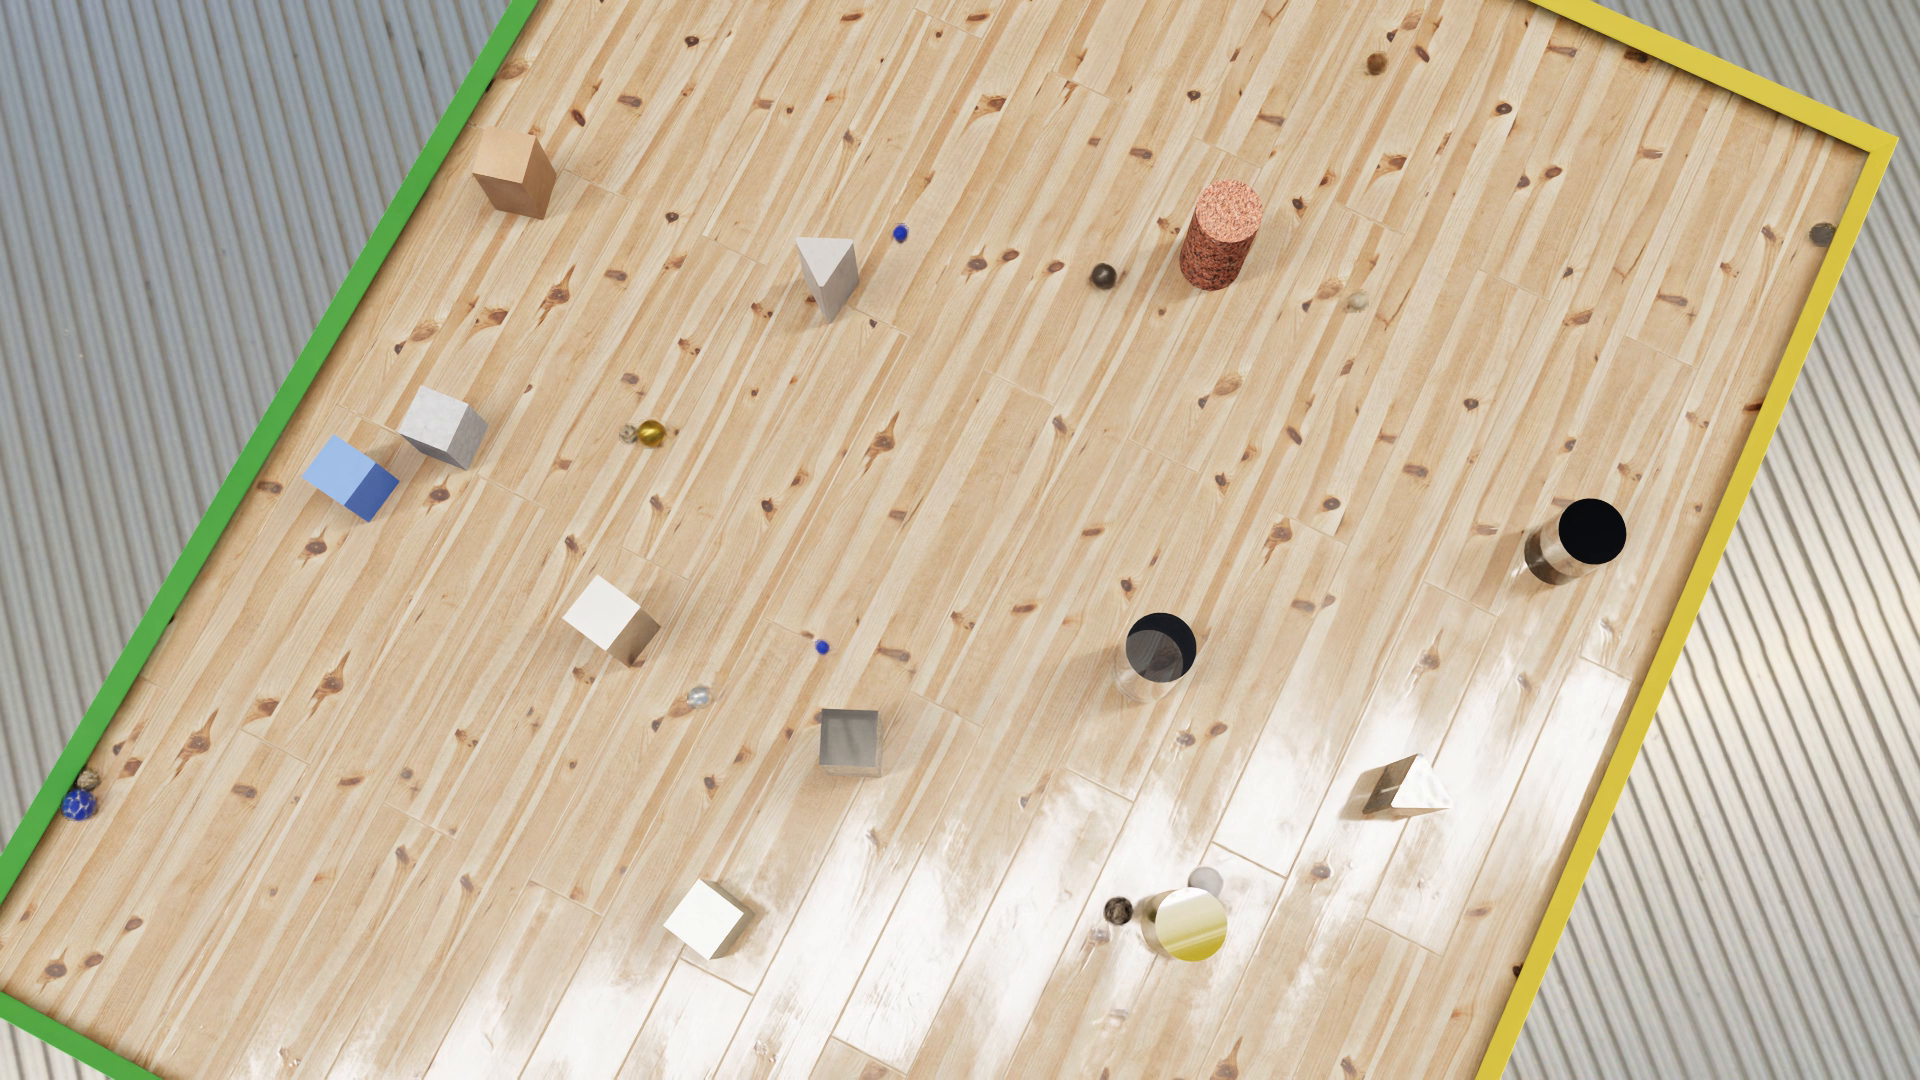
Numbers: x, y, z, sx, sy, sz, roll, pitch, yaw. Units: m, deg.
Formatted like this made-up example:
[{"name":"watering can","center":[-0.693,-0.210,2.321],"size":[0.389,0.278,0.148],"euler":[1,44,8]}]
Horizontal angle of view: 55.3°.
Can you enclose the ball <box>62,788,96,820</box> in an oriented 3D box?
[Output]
[{"name":"ball","center":[-2.598,0.781,5.408],"size":[0.092,0.092,0.092],"euler":[0,78,0]}]

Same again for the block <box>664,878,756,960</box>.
[{"name":"block","center":[-0.709,1.082,5.226],"size":[0.157,0.327,0.157],"euler":[36,81,7]}]

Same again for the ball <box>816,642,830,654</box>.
[{"name":"ball","center":[-0.414,0.326,5.528],"size":[0.041,0.041,0.041],"euler":[0,78,0]}]

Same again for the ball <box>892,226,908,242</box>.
[{"name":"ball","center":[-0.189,-0.969,5.793],"size":[0.048,0.048,0.048],"euler":[0,78,0]}]

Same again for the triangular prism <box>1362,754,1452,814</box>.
[{"name":"triangular prism","center":[1.282,0.703,5.277],"size":[0.170,0.380,0.148],"euler":[0,78,0]}]

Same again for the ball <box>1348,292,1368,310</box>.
[{"name":"ball","center":[1.248,-0.749,5.742],"size":[0.059,0.059,0.059],"euler":[0,78,0]}]

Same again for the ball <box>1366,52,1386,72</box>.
[{"name":"ball","center":[1.341,-1.537,5.902],"size":[0.064,0.064,0.064],"euler":[0,78,0]}]

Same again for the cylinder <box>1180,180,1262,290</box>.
[{"name":"cylinder","center":[0.792,-0.925,5.593],"size":[0.197,0.421,0.197],"euler":[0,78,0]}]

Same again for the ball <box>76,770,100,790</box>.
[{"name":"ball","center":[-2.588,0.711,5.438],"size":[0.062,0.062,0.062],"euler":[0,78,0]}]

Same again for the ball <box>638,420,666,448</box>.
[{"name":"ball","center":[-0.949,-0.328,5.641],"size":[0.086,0.086,0.086],"euler":[0,78,0]}]

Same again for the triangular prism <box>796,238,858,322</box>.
[{"name":"triangular prism","center":[-0.426,-0.823,5.610],"size":[0.148,0.347,0.170],"euler":[32,80,6]}]

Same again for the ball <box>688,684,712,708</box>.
[{"name":"ball","center":[-0.777,0.466,5.484],"size":[0.071,0.071,0.071],"euler":[0,78,0]}]

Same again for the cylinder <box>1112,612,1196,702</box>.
[{"name":"cylinder","center":[0.556,0.346,5.299],"size":[0.197,0.482,0.197],"euler":[0,78,0]}]

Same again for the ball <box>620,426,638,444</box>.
[{"name":"ball","center":[-1.020,-0.325,5.656],"size":[0.055,0.055,0.055],"euler":[0,78,0]}]

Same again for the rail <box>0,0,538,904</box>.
[{"name":"rail","center":[-1.823,-0.886,5.734],"size":[0.045,0.128,4.929],"euler":[26,80,5]}]

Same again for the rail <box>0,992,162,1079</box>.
[{"name":"rail","center":[-1.092,2.145,5.106],"size":[4.123,0.128,0.045],"euler":[26,80,5]}]

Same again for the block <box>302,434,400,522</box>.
[{"name":"block","center":[-1.837,-0.184,5.533],"size":[0.157,0.238,0.157],"euler":[33,80,6]}]

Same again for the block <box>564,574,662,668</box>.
[{"name":"block","center":[-1.016,0.243,5.378],"size":[0.157,0.370,0.157],"euler":[36,81,7]}]

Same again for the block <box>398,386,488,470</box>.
[{"name":"block","center":[-1.565,-0.337,5.563],"size":[0.157,0.241,0.157],"euler":[21,79,4]}]

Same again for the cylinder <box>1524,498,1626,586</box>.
[{"name":"cylinder","center":[1.824,0.008,5.447],"size":[0.197,0.329,0.197],"euler":[0,78,0]}]

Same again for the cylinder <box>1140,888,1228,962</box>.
[{"name":"cylinder","center":[0.629,1.087,5.182],"size":[0.197,0.411,0.197],"euler":[0,78,0]}]

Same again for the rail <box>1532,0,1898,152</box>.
[{"name":"rail","center":[1.092,-2.131,5.991],"size":[4.123,0.128,0.045],"euler":[26,80,5]}]

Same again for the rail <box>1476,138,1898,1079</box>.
[{"name":"rail","center":[1.823,0.899,5.364],"size":[0.045,0.128,4.929],"euler":[26,80,5]}]

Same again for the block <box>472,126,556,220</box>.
[{"name":"block","center":[-1.383,-1.139,5.701],"size":[0.157,0.297,0.157],"euler":[13,79,3]}]

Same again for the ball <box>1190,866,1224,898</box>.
[{"name":"ball","center":[0.721,1.005,5.358],"size":[0.098,0.098,0.098],"euler":[0,78,0]}]

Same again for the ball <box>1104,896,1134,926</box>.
[{"name":"ball","center":[0.464,1.082,5.350],"size":[0.084,0.084,0.084],"euler":[0,78,0]}]

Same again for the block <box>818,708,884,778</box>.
[{"name":"block","center":[-0.310,0.590,5.296],"size":[0.157,0.389,0.157],"euler":[2,78,0]}]

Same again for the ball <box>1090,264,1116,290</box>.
[{"name":"ball","center":[0.451,-0.825,5.746],"size":[0.082,0.082,0.082],"euler":[0,78,0]}]

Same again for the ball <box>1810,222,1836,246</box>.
[{"name":"ball","center":[2.721,-0.965,5.778],"size":[0.074,0.074,0.074],"euler":[0,78,0]}]
